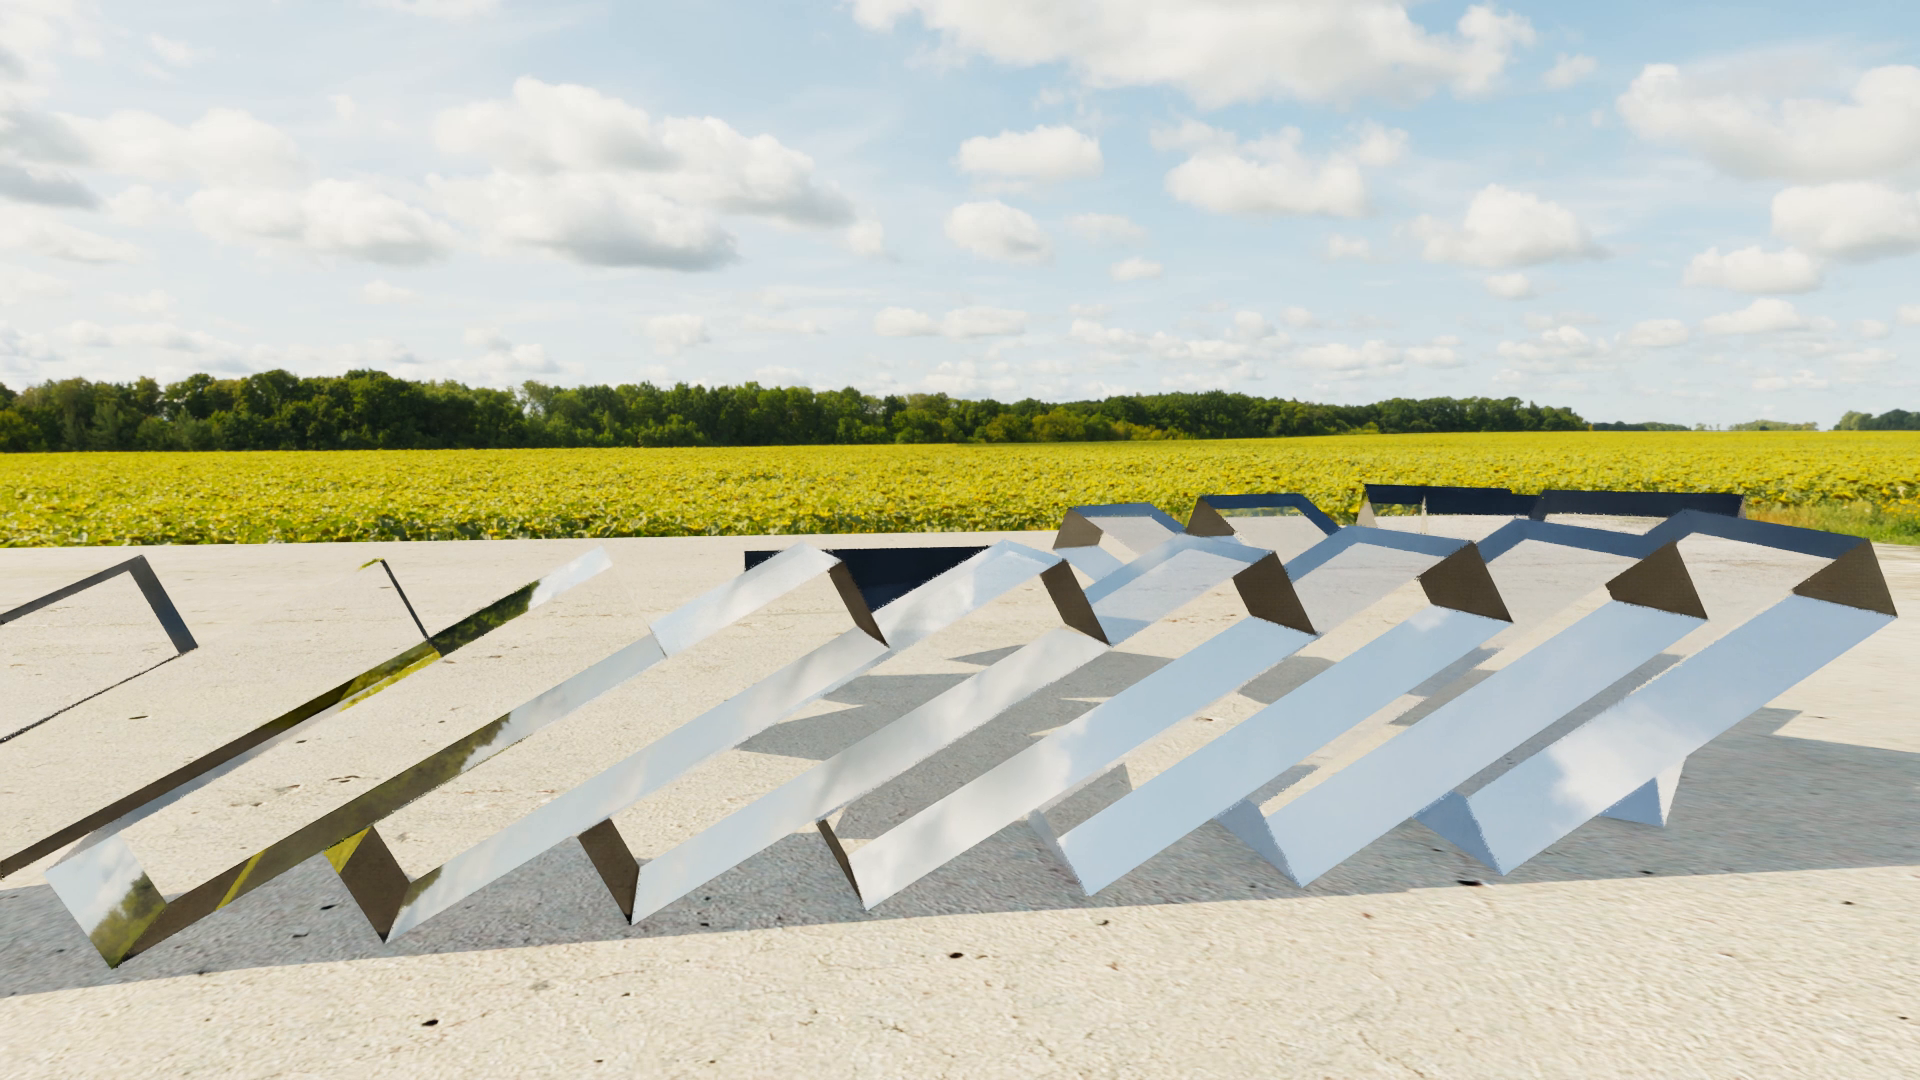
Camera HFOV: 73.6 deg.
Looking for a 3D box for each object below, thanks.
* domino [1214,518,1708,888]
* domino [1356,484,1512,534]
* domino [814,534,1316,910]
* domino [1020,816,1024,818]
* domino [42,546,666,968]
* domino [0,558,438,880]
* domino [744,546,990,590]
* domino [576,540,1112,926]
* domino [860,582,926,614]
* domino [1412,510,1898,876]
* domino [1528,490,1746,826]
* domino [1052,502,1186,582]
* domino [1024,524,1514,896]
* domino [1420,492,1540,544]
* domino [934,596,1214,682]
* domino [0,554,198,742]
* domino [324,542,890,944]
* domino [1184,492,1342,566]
[{"bbox_3d":[0.049,0.015,0.137,0.050,0.009,0.025,-31,11,-7],"label":"domino"},{"bbox_3d":[0.082,0.009,0.209,0.025,0.010,0.050,2,37,4],"label":"domino"},{"bbox_3d":[0.008,0.017,0.132,0.050,0.009,0.025,-30,9,-8],"label":"domino"},{"bbox_3d":[-0.002,0.025,0.171,0.025,0.010,0.050,0,4,4],"label":"domino"},{"bbox_3d":[-0.053,0.018,0.121,0.050,0.009,0.025,-30,12,-13],"label":"domino"},{"bbox_3d":[-0.075,0.018,0.117,0.050,0.009,0.025,-30,12,-23],"label":"domino"},{"bbox_3d":[-0.014,0.013,0.233,0.050,0.009,0.025,-1,-39,-9],"label":"domino"},{"bbox_3d":[-0.012,0.017,0.128,0.050,0.009,0.025,-29,9,-8],"label":"domino"},{"bbox_3d":[-0.017,0.017,0.203,0.050,0.009,0.025,-5,-24,-48],"label":"domino"},{"bbox_3d":[0.070,0.015,0.140,0.050,0.009,0.025,-30,13,-6],"label":"domino"},{"bbox_3d":[0.081,0.012,0.163,0.025,0.009,0.050,4,40,41],"label":"domino"},{"bbox_3d":[0.044,0.009,0.241,0.025,0.009,0.050,-4,32,-44],"label":"domino"},{"bbox_3d":[0.029,0.016,0.135,0.050,0.009,0.025,-31,9,-7],"label":"domino"},{"bbox_3d":[0.082,0.011,0.188,0.025,0.009,0.050,2,36,14],"label":"domino"},{"bbox_3d":[0.022,0.019,0.255,0.050,0.009,0.025,4,6,40],"label":"domino"},{"bbox_3d":[-0.095,0.018,0.111,0.050,0.009,0.025,-33,13,-35],"label":"domino"},{"bbox_3d":[-0.033,0.017,0.125,0.050,0.009,0.025,-30,11,-12],"label":"domino"},{"bbox_3d":[0.065,0.009,0.228,0.025,0.009,0.050,-2,35,-29],"label":"domino"}]
